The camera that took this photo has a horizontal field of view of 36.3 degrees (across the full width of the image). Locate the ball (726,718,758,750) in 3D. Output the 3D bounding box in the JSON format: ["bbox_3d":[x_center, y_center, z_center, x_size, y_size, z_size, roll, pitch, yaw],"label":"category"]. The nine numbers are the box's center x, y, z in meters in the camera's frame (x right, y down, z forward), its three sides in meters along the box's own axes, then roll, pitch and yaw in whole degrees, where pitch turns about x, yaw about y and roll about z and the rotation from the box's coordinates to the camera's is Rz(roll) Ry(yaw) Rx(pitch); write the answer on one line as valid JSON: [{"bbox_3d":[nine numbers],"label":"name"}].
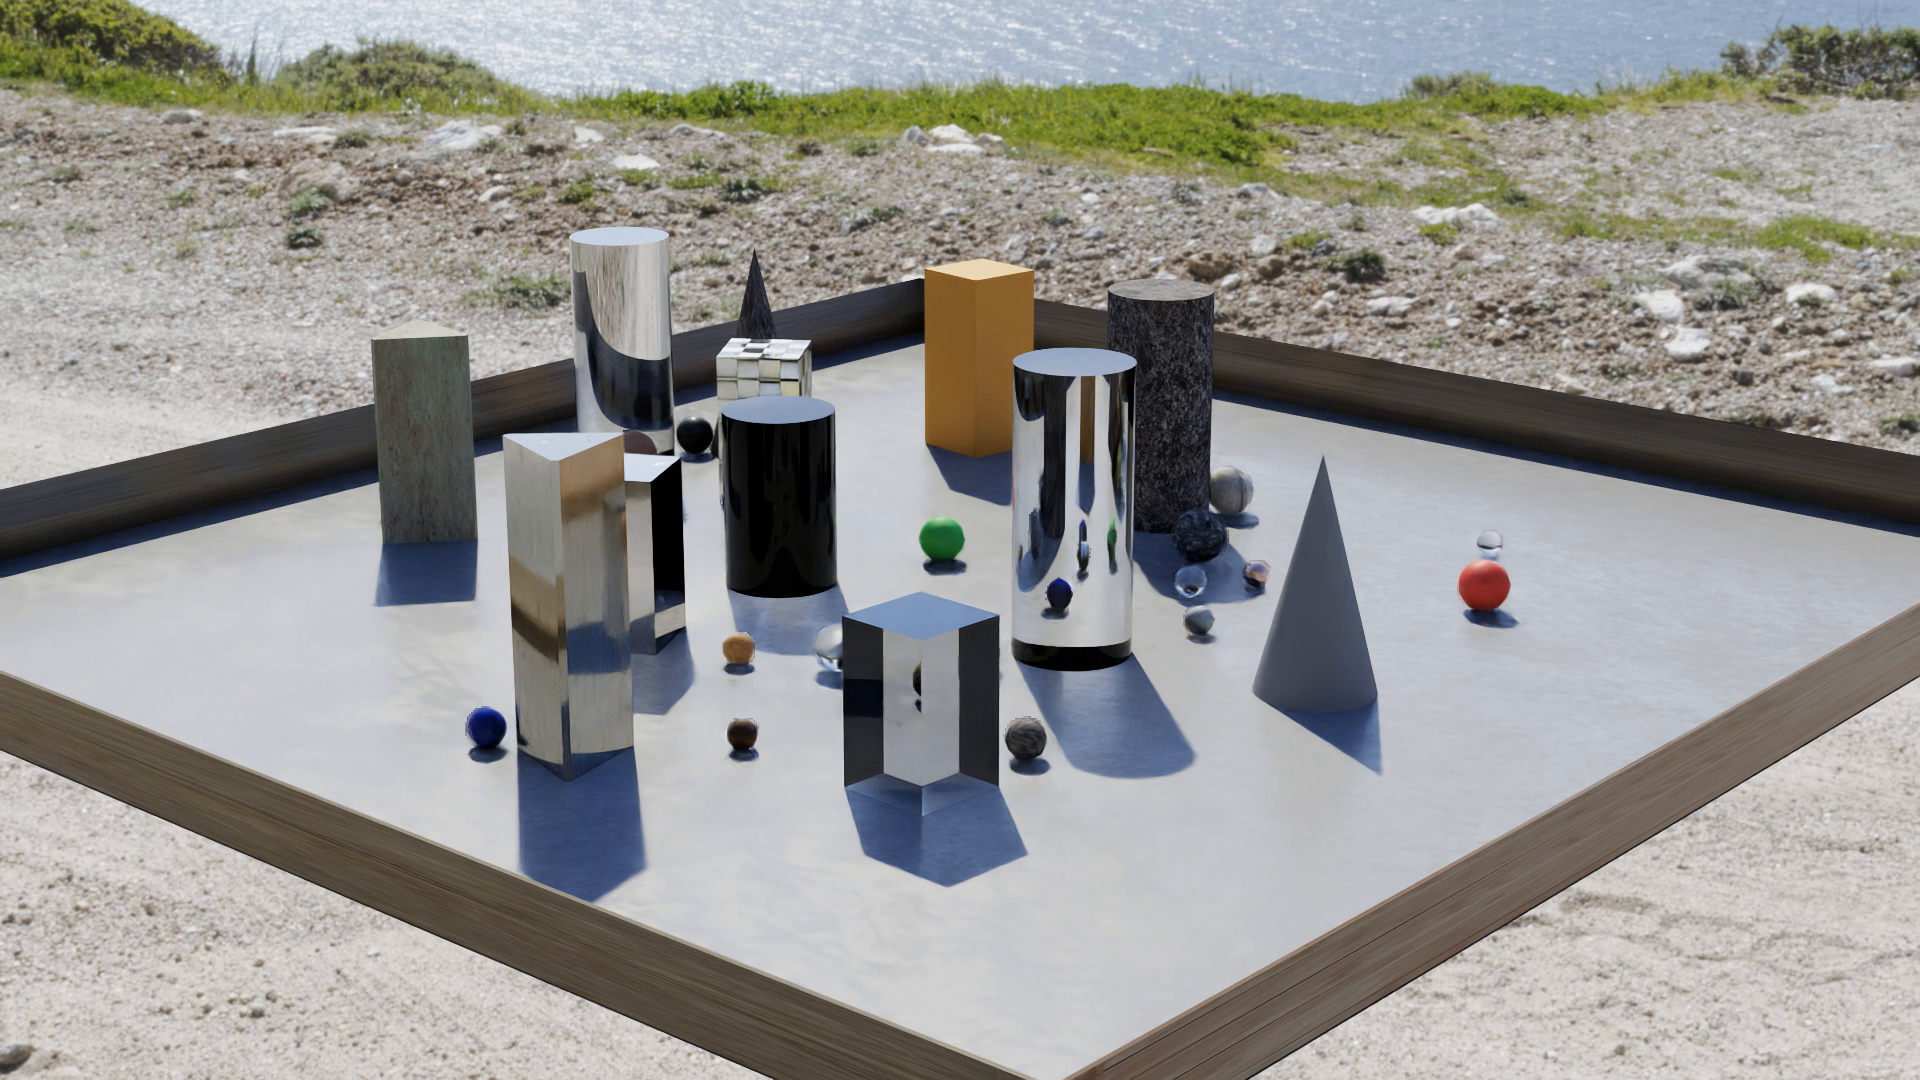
[{"bbox_3d":[-0.327,0.292,4.403,0.048,0.048,0.048,0,17,0],"label":"ball"}]

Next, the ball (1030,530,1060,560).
[{"bbox_3d":[0.153,0.008,5.335,0.055,0.055,0.055,0,17,0],"label":"ball"}]

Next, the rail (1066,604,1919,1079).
[{"bbox_3d":[1.078,0.302,4.223,0.045,0.129,3.047,14,22,39],"label":"rail"}]

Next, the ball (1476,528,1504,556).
[{"bbox_3d":[0.968,0.004,5.356,0.049,0.049,0.049,0,17,0],"label":"ball"}]

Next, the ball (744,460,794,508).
[{"bbox_3d":[-0.366,-0.105,5.638,0.097,0.097,0.097,0,17,0],"label":"ball"}]

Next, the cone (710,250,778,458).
[{"bbox_3d":[-0.417,-0.390,6.010,0.199,0.426,0.199,0,17,0],"label":"cone"}]

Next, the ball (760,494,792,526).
[{"bbox_3d":[-0.346,-0.057,5.538,0.061,0.061,0.061,0,17,0],"label":"ball"}]

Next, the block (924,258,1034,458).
[{"bbox_3d":[0.039,-0.378,6.066,0.159,0.371,0.159,-14,22,-39],"label":"block"}]

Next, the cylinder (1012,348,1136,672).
[{"bbox_3d":[0.184,-0.051,4.773,0.199,0.491,0.199,0,17,0],"label":"cylinder"}]

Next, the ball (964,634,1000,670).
[{"bbox_3d":[0.036,0.183,4.746,0.059,0.059,0.059,0,17,0],"label":"ball"}]

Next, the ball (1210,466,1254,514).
[{"bbox_3d":[0.517,-0.096,5.614,0.092,0.092,0.092,0,17,0],"label":"ball"}]

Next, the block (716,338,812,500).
[{"bbox_3d":[-0.380,-0.234,5.735,0.159,0.287,0.159,2,17,6],"label":"block"}]

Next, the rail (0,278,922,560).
[{"bbox_3d":[-1.078,-0.238,6.016,0.045,0.129,3.047,14,22,39],"label":"rail"}]

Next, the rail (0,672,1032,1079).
[{"bbox_3d":[-0.983,0.359,4.035,2.904,0.129,0.045,14,22,39],"label":"rail"}]

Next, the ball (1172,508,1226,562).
[{"bbox_3d":[0.433,-0.008,5.312,0.098,0.098,0.098,0,17,0],"label":"ball"}]

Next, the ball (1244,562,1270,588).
[{"bbox_3d":[0.523,0.060,5.175,0.046,0.046,0.046,0,17,0],"label":"ball"}]

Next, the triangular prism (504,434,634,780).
[{"bbox_3d":[-0.557,0.088,4.322,0.149,0.486,0.172,-11,20,-31],"label":"triangular prism"}]

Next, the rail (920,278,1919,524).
[{"bbox_3d":[0.983,-0.294,6.204,2.904,0.129,0.045,14,22,39],"label":"rail"}]

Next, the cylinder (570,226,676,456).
[{"bbox_3d":[-0.684,-0.389,5.946,0.199,0.461,0.199,0,17,0],"label":"cylinder"}]

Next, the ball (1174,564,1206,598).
[{"bbox_3d":[0.402,0.072,5.117,0.057,0.057,0.057,0,17,0],"label":"ball"}]

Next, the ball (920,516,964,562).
[{"bbox_3d":[-0.033,-0.002,5.321,0.082,0.082,0.082,0,17,0],"label":"ball"}]

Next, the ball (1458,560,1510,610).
[{"bbox_3d":[0.901,0.078,5.043,0.089,0.089,0.089,0,17,0],"label":"ball"}]

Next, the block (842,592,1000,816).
[{"bbox_3d":[-0.056,0.233,4.225,0.159,0.263,0.159,16,23,42],"label":"block"}]

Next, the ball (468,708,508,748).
[{"bbox_3d":[-0.712,0.283,4.413,0.060,0.060,0.060,0,17,0],"label":"ball"}]

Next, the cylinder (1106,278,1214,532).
[{"bbox_3d":[0.375,-0.255,5.531,0.199,0.444,0.199,0,17,0],"label":"cylinder"}]

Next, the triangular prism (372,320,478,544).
[{"bbox_3d":[-0.999,-0.205,5.463,0.172,0.388,0.149,-3,17,-11],"label":"triangular prism"}]

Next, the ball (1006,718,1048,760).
[{"bbox_3d":[0.099,0.296,4.364,0.062,0.062,0.062,0,17,0],"label":"ball"}]

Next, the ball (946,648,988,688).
[{"bbox_3d":[0.011,0.203,4.666,0.066,0.066,0.066,0,17,0],"label":"ball"}]

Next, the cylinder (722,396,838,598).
[{"bbox_3d":[-0.317,-0.078,5.167,0.199,0.315,0.199,0,17,0],"label":"cylinder"}]

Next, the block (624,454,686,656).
[{"bbox_3d":[-0.560,0.020,4.873,0.159,0.296,0.159,4,17,12],"label":"block"}]

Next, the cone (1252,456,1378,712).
[{"bbox_3d":[0.564,0.053,4.604,0.199,0.390,0.199,0,17,0],"label":"cone"}]

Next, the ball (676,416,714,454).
[{"bbox_3d":[-0.546,-0.218,6.044,0.077,0.077,0.077,0,17,0],"label":"ball"}]

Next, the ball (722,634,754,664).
[{"bbox_3d":[-0.362,0.177,4.778,0.051,0.051,0.051,0,17,0],"label":"ball"}]

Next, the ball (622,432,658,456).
[{"bbox_3d":[-0.651,-0.167,5.836,0.100,0.100,0.100,0,17,0],"label":"ball"}]

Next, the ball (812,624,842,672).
[{"bbox_3d":[-0.199,0.174,4.739,0.079,0.079,0.079,0,17,0],"label":"ball"}]

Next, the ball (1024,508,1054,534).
[{"bbox_3d":[0.148,-0.033,5.469,0.055,0.055,0.055,0,17,0],"label":"ball"}]

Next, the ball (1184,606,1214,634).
[{"bbox_3d":[0.402,0.134,4.925,0.049,0.049,0.049,0,17,0],"label":"ball"}]

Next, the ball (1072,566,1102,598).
[{"bbox_3d":[0.222,0.073,5.118,0.054,0.054,0.054,0,17,0],"label":"ball"}]
